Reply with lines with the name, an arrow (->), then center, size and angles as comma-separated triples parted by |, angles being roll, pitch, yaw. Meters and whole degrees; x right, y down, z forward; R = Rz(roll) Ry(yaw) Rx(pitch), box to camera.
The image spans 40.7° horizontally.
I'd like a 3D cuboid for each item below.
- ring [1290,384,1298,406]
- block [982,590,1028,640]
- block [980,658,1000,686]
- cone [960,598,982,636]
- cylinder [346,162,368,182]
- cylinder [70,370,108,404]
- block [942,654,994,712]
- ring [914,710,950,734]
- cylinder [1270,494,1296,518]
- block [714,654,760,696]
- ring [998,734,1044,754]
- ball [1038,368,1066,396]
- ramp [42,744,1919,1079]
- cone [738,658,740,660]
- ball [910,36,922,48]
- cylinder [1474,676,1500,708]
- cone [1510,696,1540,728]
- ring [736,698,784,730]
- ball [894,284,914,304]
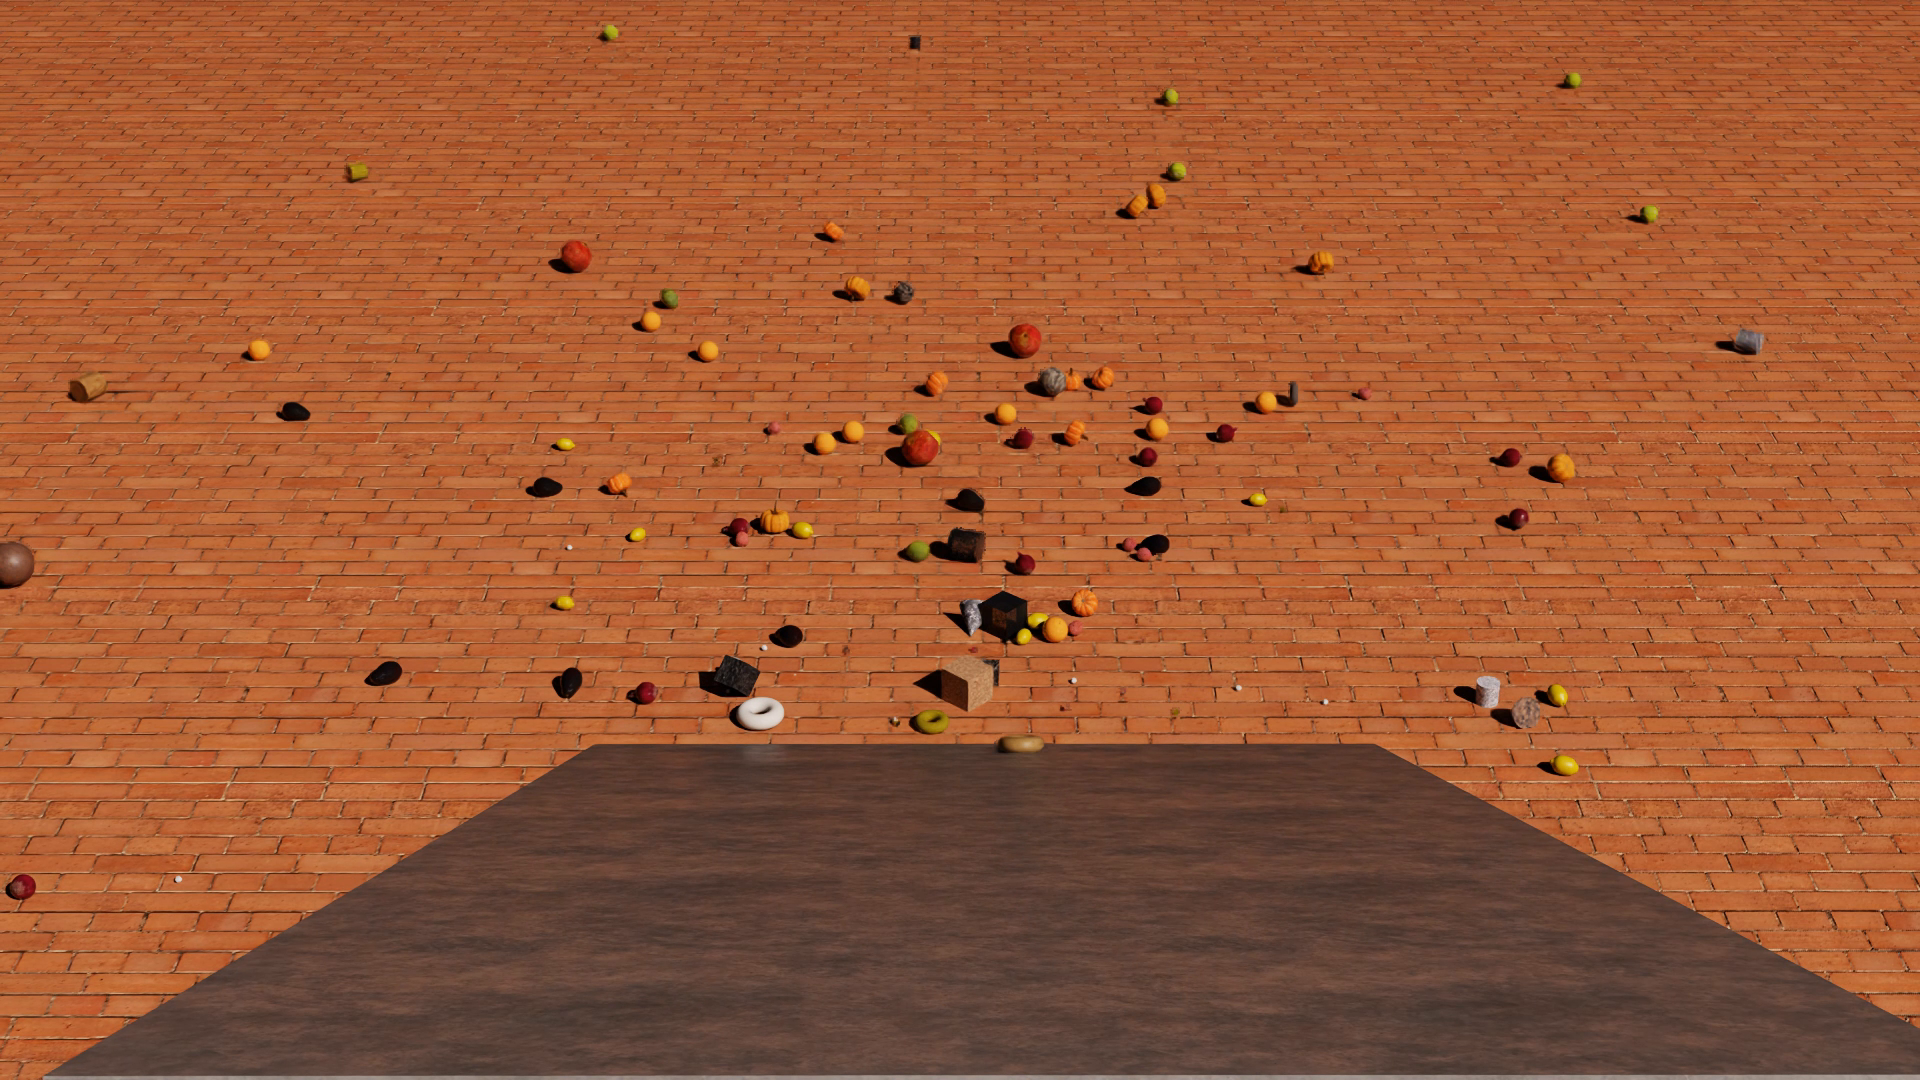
ring -> 1.104, -0.480, 8.541 | 0.025, 0.075, 0.075 | 4, 29, 7
block -> 0.125, 0.213, 7.276 | 0.091, 0.091, 0.091 | 23, 36, 35
block -> 0.080, 0.361, 7.048 | 0.053, 0.053, 0.053 | 2, 29, 3
cone -> 0.037, 0.233, 7.288 | 0.097, 0.097, 0.097 | 6, 56, 10
cylinder -> -2.408, -1.470, 10.333 | 0.064, 0.064, 0.064 | -17, 33, -28
cylinder -> -2.891, -0.507, 8.579 | 0.084, 0.084, 0.084 | 17, 33, 27
block -> 0.019, 0.385, 6.958 | 0.099, 0.099, 0.099 | 25, 37, 37
ring -> -0.074, 0.482, 6.854 | 0.093, 0.031, 0.093 | -1, 30, 0
cylinder -> 0.985, -0.092, 7.894 | 0.073, 0.073, 0.073 | -1, 38, 1
block -> -0.602, 0.367, 6.982 | 0.076, 0.076, 0.076 | 19, 79, 30
ring -> 0.150, 0.505, 6.400 | 0.117, 0.039, 0.117 | -1, 1, 0
ball -> 0.309, -0.527, 8.607 | 0.093, 0.093, 0.093 | 0, 29, 0
ramp -> 0.065, 0.584, 4.632 | 2.000, 0.100, 4.000 | 0, 0, 0
cone -> -0.597, 0.357, 7.078 | 0.072, 0.072, 0.072 | 19, 8, 30
ball -> -0.205, -2.268, 11.782 | 0.054, 0.054, 0.054 | 0, 29, 0
cylinder -> 1.418, 0.409, 6.953 | 0.062, 0.062, 0.062 | 0, 29, 0
cone -> 1.489, 0.457, 6.891 | 0.085, 0.085, 0.085 | -10, 4, -17
ring -> -0.532, 0.462, 6.878 | 0.129, 0.043, 0.129 | -1, 29, 1
ball -> -0.201, -0.884, 9.272 | 0.071, 0.071, 0.071 | 0, 29, 0
